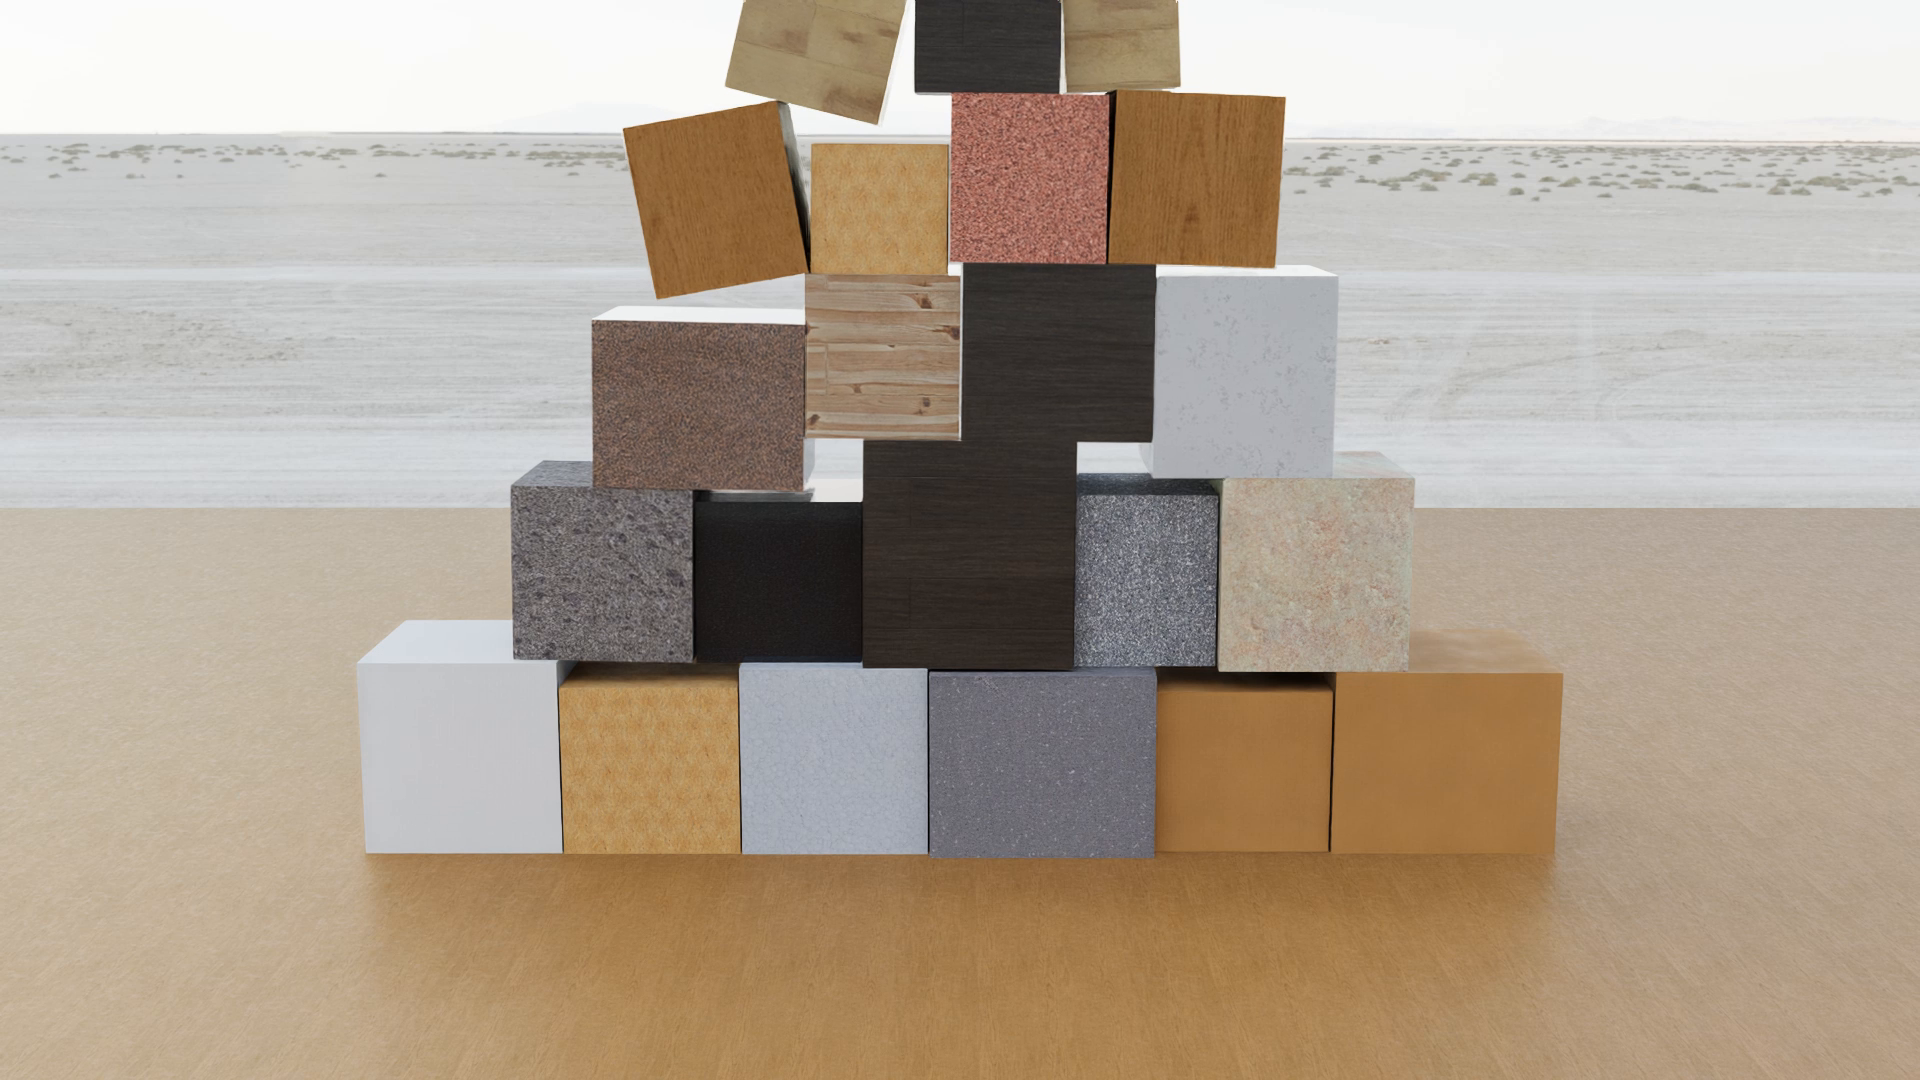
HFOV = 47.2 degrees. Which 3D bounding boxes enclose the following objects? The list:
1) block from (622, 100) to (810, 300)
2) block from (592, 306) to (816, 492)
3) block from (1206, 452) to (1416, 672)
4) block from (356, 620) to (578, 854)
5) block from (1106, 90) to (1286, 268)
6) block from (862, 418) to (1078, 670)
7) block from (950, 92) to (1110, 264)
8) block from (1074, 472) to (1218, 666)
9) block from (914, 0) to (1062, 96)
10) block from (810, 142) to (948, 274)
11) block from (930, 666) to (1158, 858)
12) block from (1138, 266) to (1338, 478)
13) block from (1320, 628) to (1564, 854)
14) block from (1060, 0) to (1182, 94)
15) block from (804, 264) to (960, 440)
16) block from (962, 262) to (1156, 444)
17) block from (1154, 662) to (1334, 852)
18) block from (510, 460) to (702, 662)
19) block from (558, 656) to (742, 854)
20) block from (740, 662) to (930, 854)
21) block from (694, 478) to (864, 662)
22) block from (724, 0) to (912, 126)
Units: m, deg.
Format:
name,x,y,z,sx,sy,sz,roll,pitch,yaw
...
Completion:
name,x,y,z,sx,sy,sz,roll,pitch,yaw
block,-1.164,-1.689,10.881,0.744,0.825,0.798,-10,10,2
block,-1.265,-0.725,11.058,1.024,0.816,0.881,1,10,0
block,1.742,0.090,11.210,0.928,0.964,0.948,0,10,0
block,-2.474,0.996,11.365,0.980,0.974,0.981,0,10,0
block,1.125,-1.786,10.862,0.801,0.811,0.818,2,10,0
block,0.044,-0.005,11.165,1.034,1.127,0.940,1,10,0
block,0.329,-1.790,10.854,0.748,0.794,0.797,1,10,0
block,0.916,0.139,11.223,0.702,0.860,0.742,0,10,0
block,0.133,-2.593,10.689,0.691,0.840,0.733,1,10,0
block,-0.387,-1.646,10.866,0.656,0.615,0.693,1,10,0
block,0.406,1.018,11.379,1.113,0.926,1.155,0,10,0
block,1.370,-0.860,11.011,0.871,0.976,0.904,0,10,0
block,2.407,1.019,11.374,1.113,0.925,0.998,0,10,0
block,0.769,-2.487,10.728,0.551,0.581,0.529,-3,10,1
block,-0.373,-0.959,11.024,0.746,0.792,0.888,1,10,0
block,0.470,-0.977,11.001,0.921,0.854,0.942,1,10,0
block,1.407,1.076,11.357,0.868,0.819,0.880,0,10,0
block,-1.756,0.093,11.208,0.885,0.868,0.862,1,10,0
block,-1.534,1.057,11.377,0.880,0.849,0.996,0,10,0
block,-0.622,1.009,11.373,0.924,0.946,1.024,0,10,0
block,-0.894,0.145,11.212,0.822,0.810,0.736,0,10,0
block,-0.668,-2.480,10.731,0.751,0.746,0.688,14,10,-2
